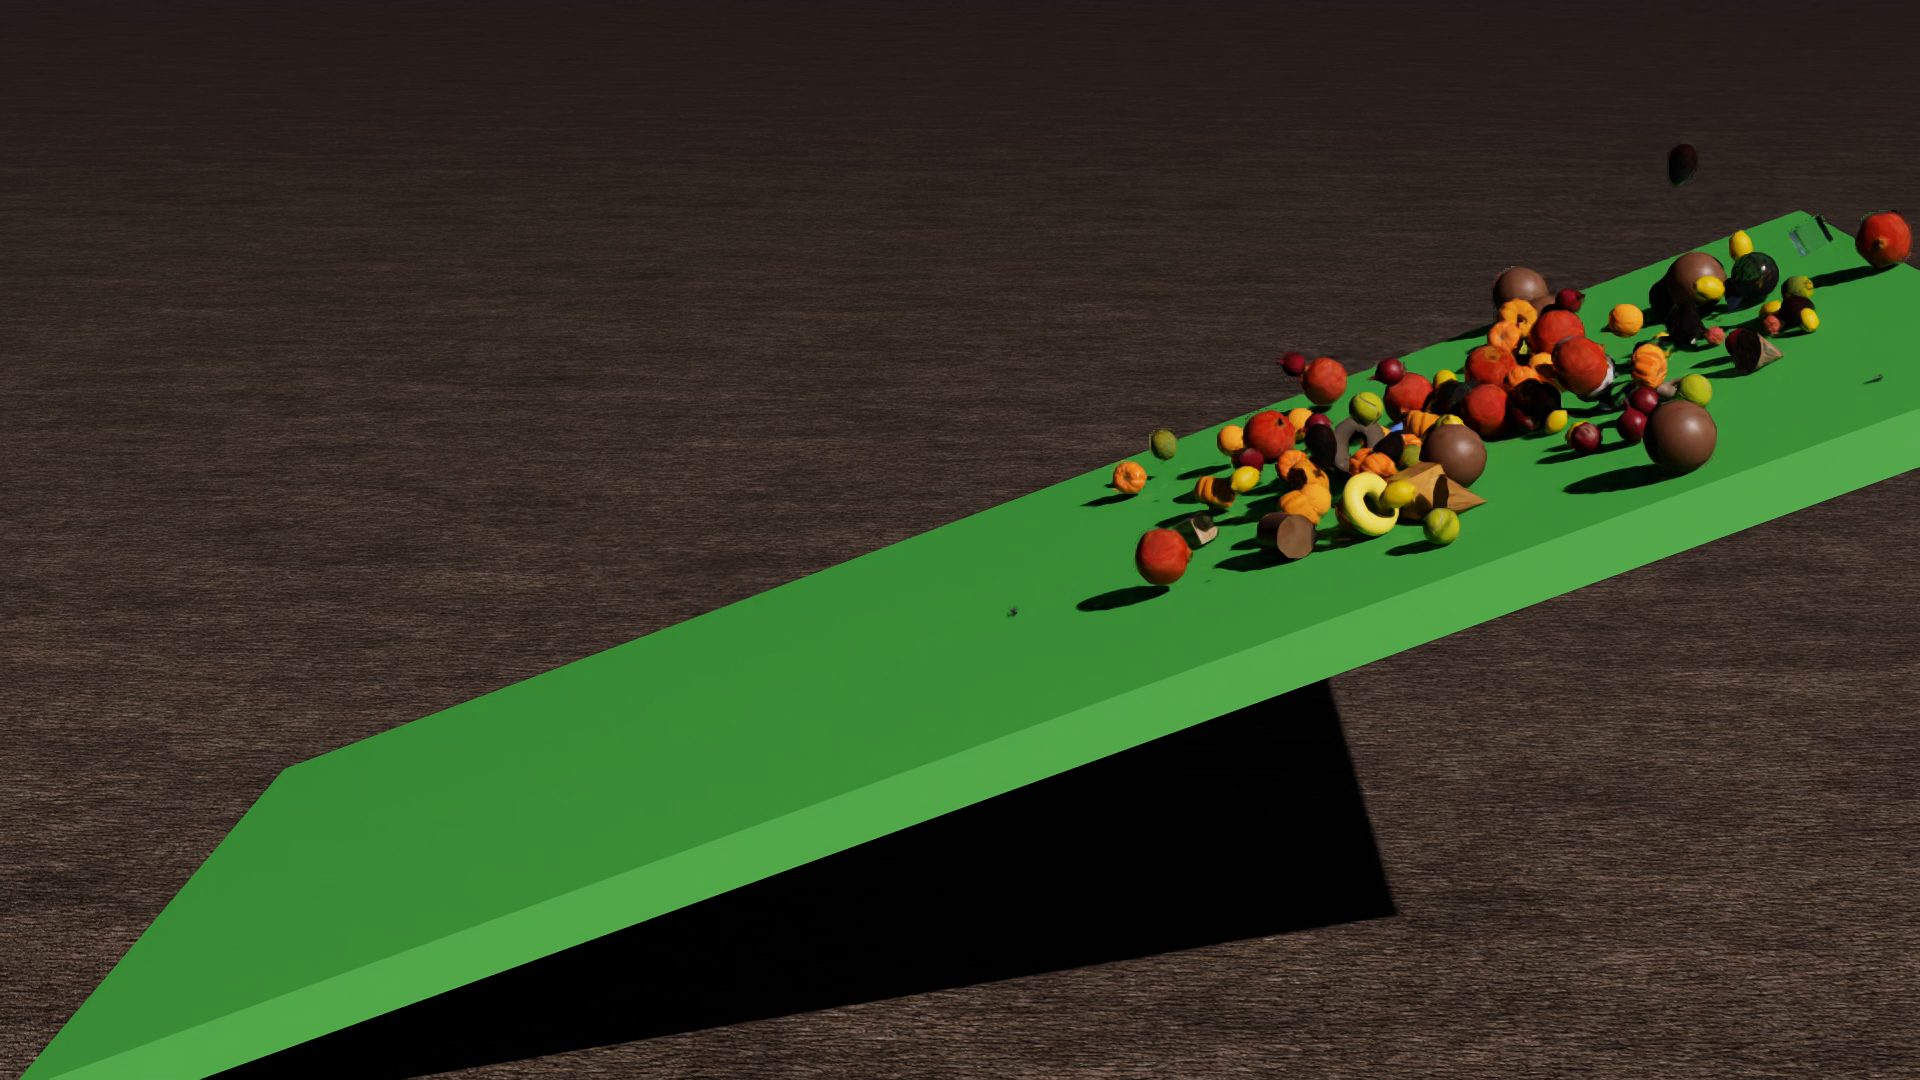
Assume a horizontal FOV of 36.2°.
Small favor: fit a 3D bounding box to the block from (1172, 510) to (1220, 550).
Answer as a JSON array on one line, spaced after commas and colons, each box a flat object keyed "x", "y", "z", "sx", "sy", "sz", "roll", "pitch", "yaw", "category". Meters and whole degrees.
[{"x": 0.490, "y": -0.020, "z": 6.098, "sx": 0.057, "sy": 0.057, "sz": 0.057, "roll": -31, "pitch": 5, "yaw": -37, "category": "block"}]

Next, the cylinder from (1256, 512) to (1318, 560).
[{"x": 0.637, "y": -0.009, "z": 5.737, "sx": 0.088, "sy": 0.088, "sz": 0.088, "roll": -5, "pitch": 6, "yaw": -21, "category": "cylinder"}]

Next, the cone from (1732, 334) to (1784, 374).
[{"x": 1.582, "y": -0.367, "z": 5.771, "sx": 0.092, "sy": 0.092, "sz": 0.092, "roll": -10, "pitch": 16, "yaw": -22, "category": "cone"}]

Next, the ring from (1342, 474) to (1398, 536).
[{"x": 0.788, "y": -0.069, "z": 5.649, "sx": 0.127, "sy": 0.127, "sz": 0.042, "roll": -10, "pitch": -14, "yaw": -35, "category": "ring"}]

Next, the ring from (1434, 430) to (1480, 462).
[{"x": 1.015, "y": -0.191, "z": 6.009, "sx": 0.105, "sy": 0.035, "sz": 0.105, "roll": -24, "pitch": 13, "yaw": 6, "category": "ring"}]

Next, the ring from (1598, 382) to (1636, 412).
[{"x": 1.316, "y": -0.286, "z": 5.888, "sx": 0.083, "sy": 0.028, "sz": 0.083, "roll": -34, "pitch": 8, "yaw": 6, "category": "ring"}]

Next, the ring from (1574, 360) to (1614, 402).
[{"x": 1.280, "y": -0.321, "z": 5.934, "sx": 0.031, "sy": 0.094, "sz": 0.094, "roll": 30, "pitch": -3, "yaw": -31, "category": "ring"}]

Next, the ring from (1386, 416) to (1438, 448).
[{"x": 0.963, "y": -0.229, "z": 6.262, "sx": 0.116, "sy": 0.039, "sz": 0.116, "roll": -20, "pitch": 15, "yaw": 6, "category": "ring"}]

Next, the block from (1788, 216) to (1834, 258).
[{"x": 1.775, "y": -0.632, "z": 6.138, "sx": 0.058, "sy": 0.058, "sz": 0.058, "roll": -30, "pitch": -3, "yaw": -1, "category": "block"}]

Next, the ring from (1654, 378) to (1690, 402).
[{"x": 1.406, "y": -0.297, "z": 5.813, "sx": 0.075, "sy": 0.025, "sz": 0.075, "roll": -22, "pitch": 14, "yaw": 6, "category": "ring"}]

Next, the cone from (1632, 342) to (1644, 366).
[{"x": 1.437, "y": -0.381, "z": 6.141, "sx": 0.053, "sy": 0.053, "sz": 0.053, "roll": 20, "pitch": 22, "yaw": 32, "category": "cone"}]

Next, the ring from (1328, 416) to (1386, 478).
[{"x": 0.829, "y": -0.193, "z": 6.138, "sx": 0.135, "sy": 0.135, "sz": 0.045, "roll": 11, "pitch": -3, "yaw": 38, "category": "ring"}]

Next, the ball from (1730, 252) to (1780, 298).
[{"x": 1.639, "y": -0.545, "z": 6.062, "sx": 0.096, "sy": 0.096, "sz": 0.096, "roll": 0, "pitch": 13, "yaw": 0, "category": "ball"}]

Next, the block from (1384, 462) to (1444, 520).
[{"x": 0.889, "y": -0.095, "z": 5.687, "sx": 0.082, "sy": 0.082, "sz": 0.082, "roll": -25, "pitch": 12, "yaw": -18, "category": "block"}]

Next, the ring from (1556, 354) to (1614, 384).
[{"x": 1.318, "y": -0.360, "z": 6.202, "sx": 0.126, "sy": 0.042, "sz": 0.126, "roll": -14, "pitch": 16, "yaw": 4, "category": "ring"}]

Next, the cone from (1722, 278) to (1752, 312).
[{"x": 1.661, "y": -0.512, "z": 6.309, "sx": 0.072, "sy": 0.072, "sz": 0.072, "roll": 8, "pitch": 54, "yaw": 29, "category": "cone"}]

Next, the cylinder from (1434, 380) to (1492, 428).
[{"x": 1.053, "y": -0.284, "z": 6.155, "sx": 0.091, "sy": 0.091, "sz": 0.091, "roll": -3, "pitch": -2, "yaw": -13, "category": "cylinder"}]

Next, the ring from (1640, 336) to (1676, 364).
[{"x": 1.445, "y": -0.393, "z": 6.092, "sx": 0.078, "sy": 0.078, "sz": 0.026, "roll": -7, "pitch": 57, "yaw": -28, "category": "ring"}]

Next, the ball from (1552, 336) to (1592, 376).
[{"x": 1.251, "y": -0.375, "z": 6.016, "sx": 0.081, "sy": 0.081, "sz": 0.081, "roll": 0, "pitch": 13, "yaw": 0, "category": "ball"}]

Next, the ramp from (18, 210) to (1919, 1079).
[{"x": 0.120, "y": 0.175, "z": 6.293, "sx": 4.000, "sy": 0.100, "sz": 2.000, "roll": -20, "pitch": 12, "yaw": 7, "category": "ramp"}]
